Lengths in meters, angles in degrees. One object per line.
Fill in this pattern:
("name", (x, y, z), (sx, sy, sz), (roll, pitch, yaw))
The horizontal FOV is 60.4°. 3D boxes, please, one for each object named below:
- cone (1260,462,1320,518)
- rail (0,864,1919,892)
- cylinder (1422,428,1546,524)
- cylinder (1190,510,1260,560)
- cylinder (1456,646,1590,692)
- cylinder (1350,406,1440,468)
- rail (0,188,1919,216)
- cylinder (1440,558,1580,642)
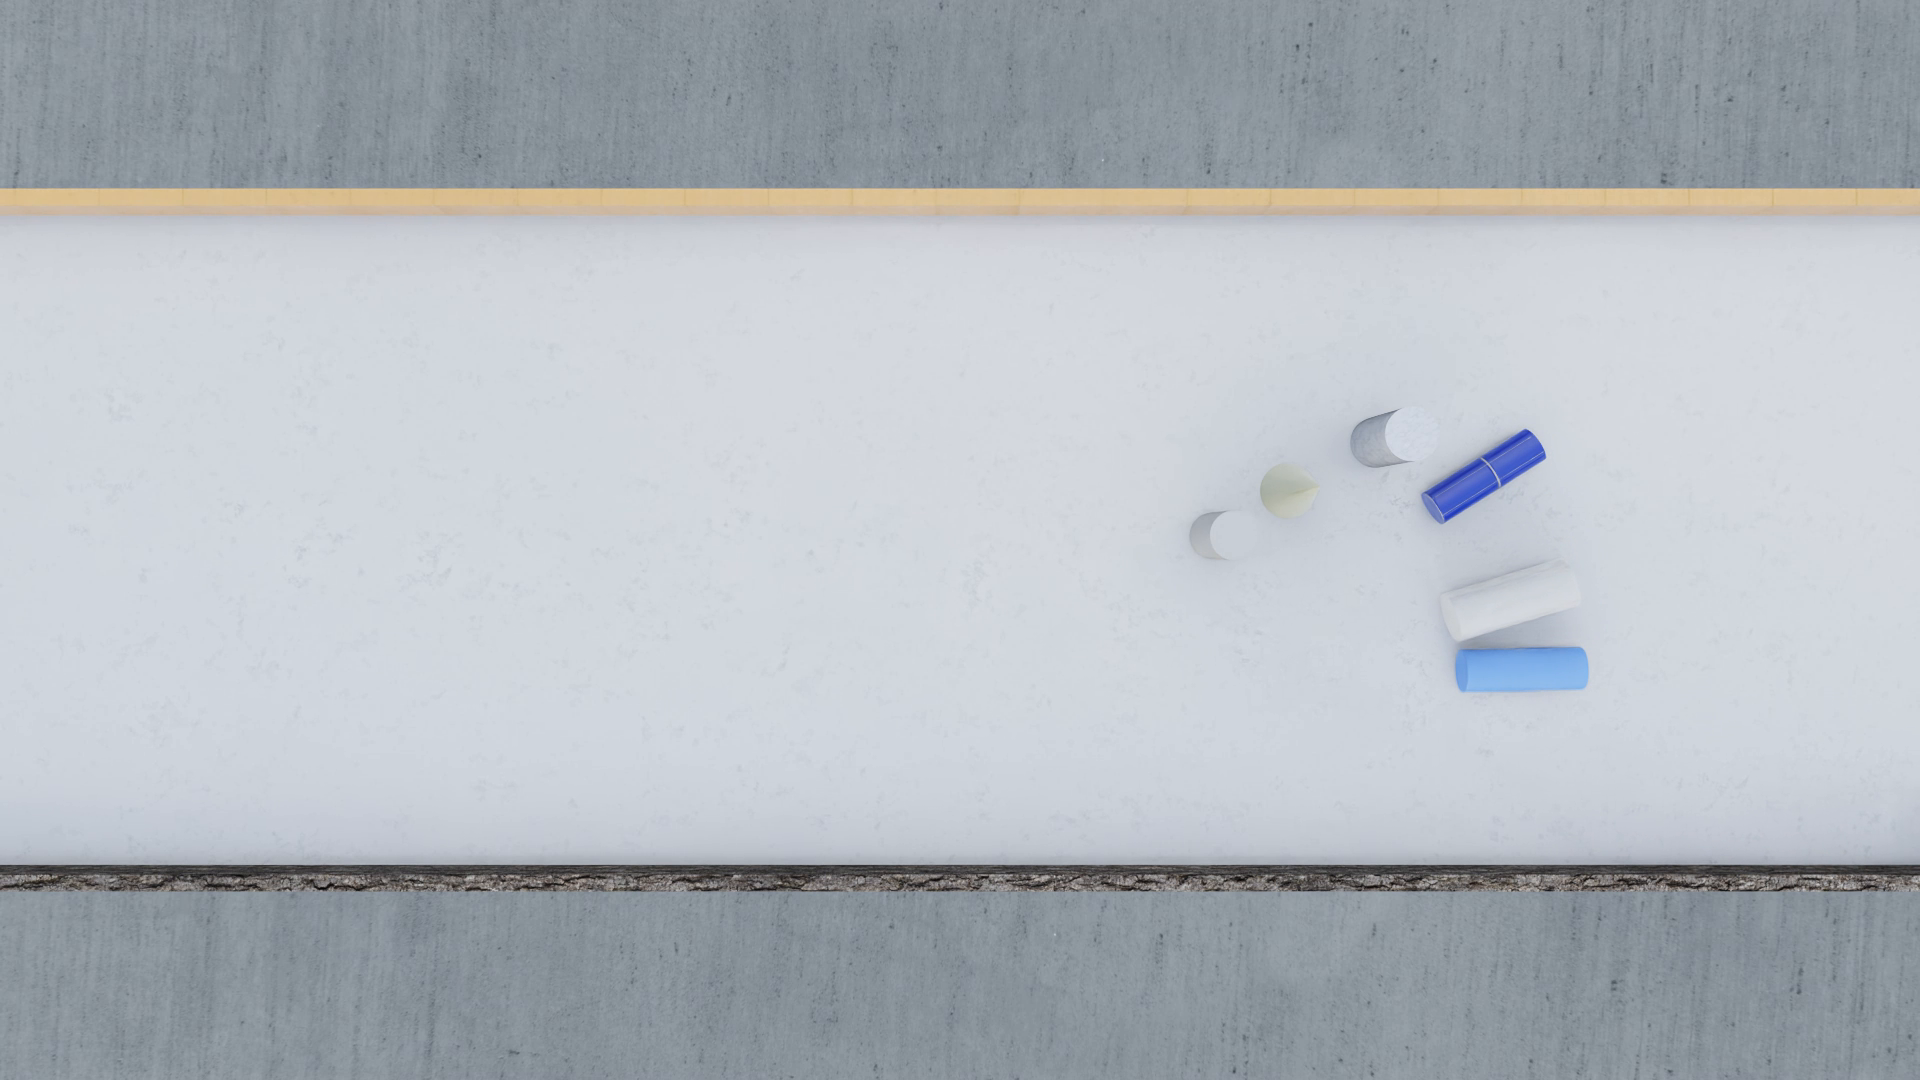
("cone", (1.010, -0.151, 4.848), (0.173, 0.456, 0.173), (0, 90, 0))
("rail", (-2.247, 1.025, 5.001), (12.000, 0.150, 0.050), (0, 90, 0))
("cylinder", (1.593, -0.193, 5.020), (0.367, 0.114, 0.114), (-32, 90, 0))
("cylinder", (0.778, -0.013, 4.870), (0.144, 0.414, 0.144), (0, 90, 0))
("cylinder", (1.706, 0.393, 5.013), (0.363, 0.128, 0.128), (-1, 90, 0))
("cylinder", (1.279, -0.300, 4.868), (0.156, 0.416, 0.156), (0, 90, 0))
("rail", (-2.247, -1.025, 5.002), (12.000, 0.150, 0.050), (0, 90, 0))
("cylinder", (1.667, 0.183, 5.000), (0.373, 0.152, 0.152), (-17, 90, 0))
